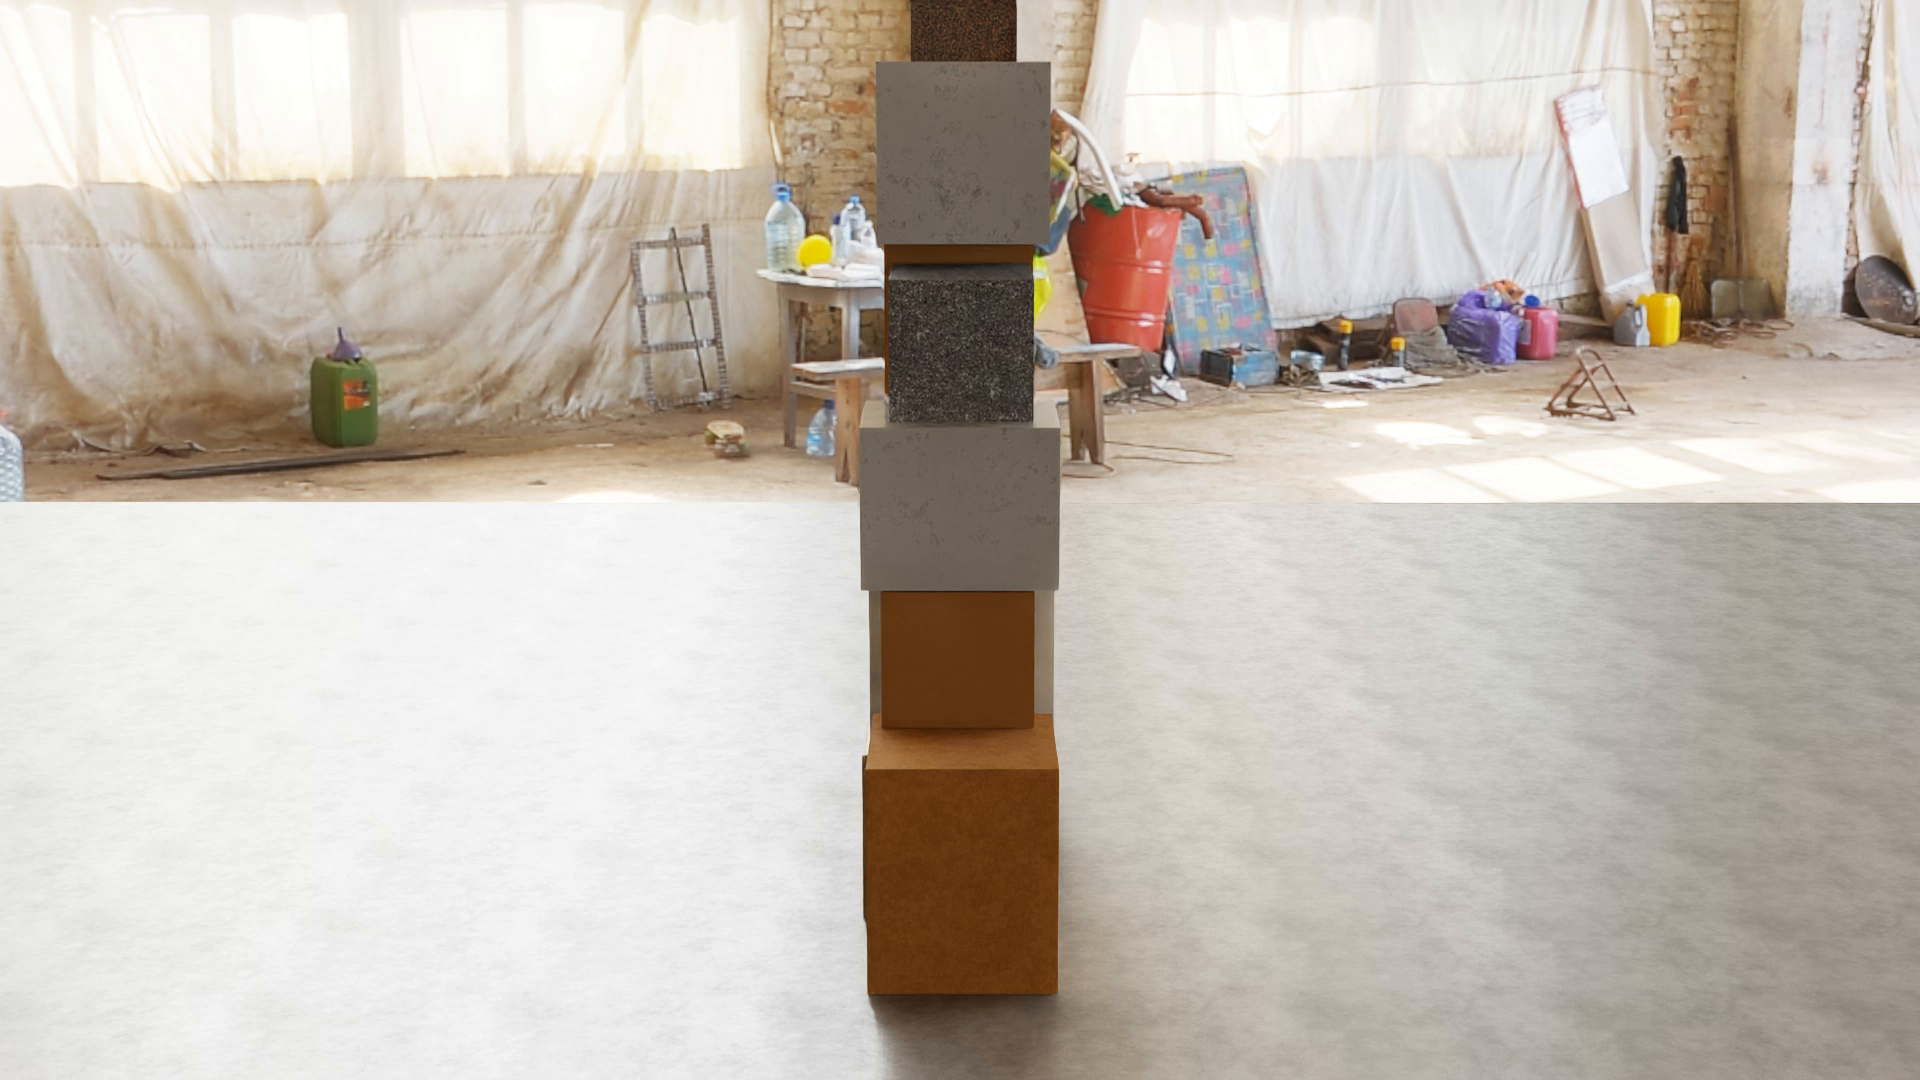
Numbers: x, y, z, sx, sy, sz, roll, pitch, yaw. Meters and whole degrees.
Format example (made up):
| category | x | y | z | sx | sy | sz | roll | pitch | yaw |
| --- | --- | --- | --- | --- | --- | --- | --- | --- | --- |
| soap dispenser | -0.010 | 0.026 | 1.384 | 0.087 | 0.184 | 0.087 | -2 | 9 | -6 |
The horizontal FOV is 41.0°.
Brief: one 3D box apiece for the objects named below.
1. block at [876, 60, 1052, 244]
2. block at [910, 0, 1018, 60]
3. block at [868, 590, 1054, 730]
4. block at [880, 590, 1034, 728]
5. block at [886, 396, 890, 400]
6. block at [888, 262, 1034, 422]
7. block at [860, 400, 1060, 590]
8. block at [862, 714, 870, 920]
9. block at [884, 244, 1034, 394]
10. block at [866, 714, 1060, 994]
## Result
| category | x | y | z | sx | sy | sz | roll | pitch | yaw |
| --- | --- | --- | --- | --- | --- | --- | --- | --- | --- |
| block | 0.014 | -1.649 | 10.853 | 0.715 | 0.744 | 0.615 | 0 | 11 | 0 |
| block | 0.016 | -2.222 | 10.740 | 0.438 | 0.423 | 0.383 | 0 | 11 | 0 |
| block | 0.007 | 0.389 | 11.234 | 0.784 | 0.782 | 0.691 | 0 | 10 | 0 |
| block | -0.008 | 0.428 | 10.598 | 0.616 | 0.574 | 0.566 | 0 | 9 | 0 |
| block | -0.011 | -0.291 | 11.125 | 0.637 | 0.596 | 0.614 | 0 | 10 | 0 |
| block | 0.006 | -0.817 | 10.465 | 0.575 | 0.564 | 0.625 | 0 | 13 | 0 |
| block | -0.001 | -0.192 | 10.473 | 0.791 | 0.659 | 0.659 | 0 | 13 | 0 |
| block | -0.017 | 1.182 | 11.062 | 0.780 | 0.716 | 0.716 | 0 | 10 | 0 |
| block | -0.005 | -0.989 | 11.086 | 0.625 | 0.641 | 0.595 | 0 | 11 | 0 |
| block | 0.010 | 1.236 | 10.260 | 0.737 | 0.897 | 0.861 | 0 | 10 | 0 |
